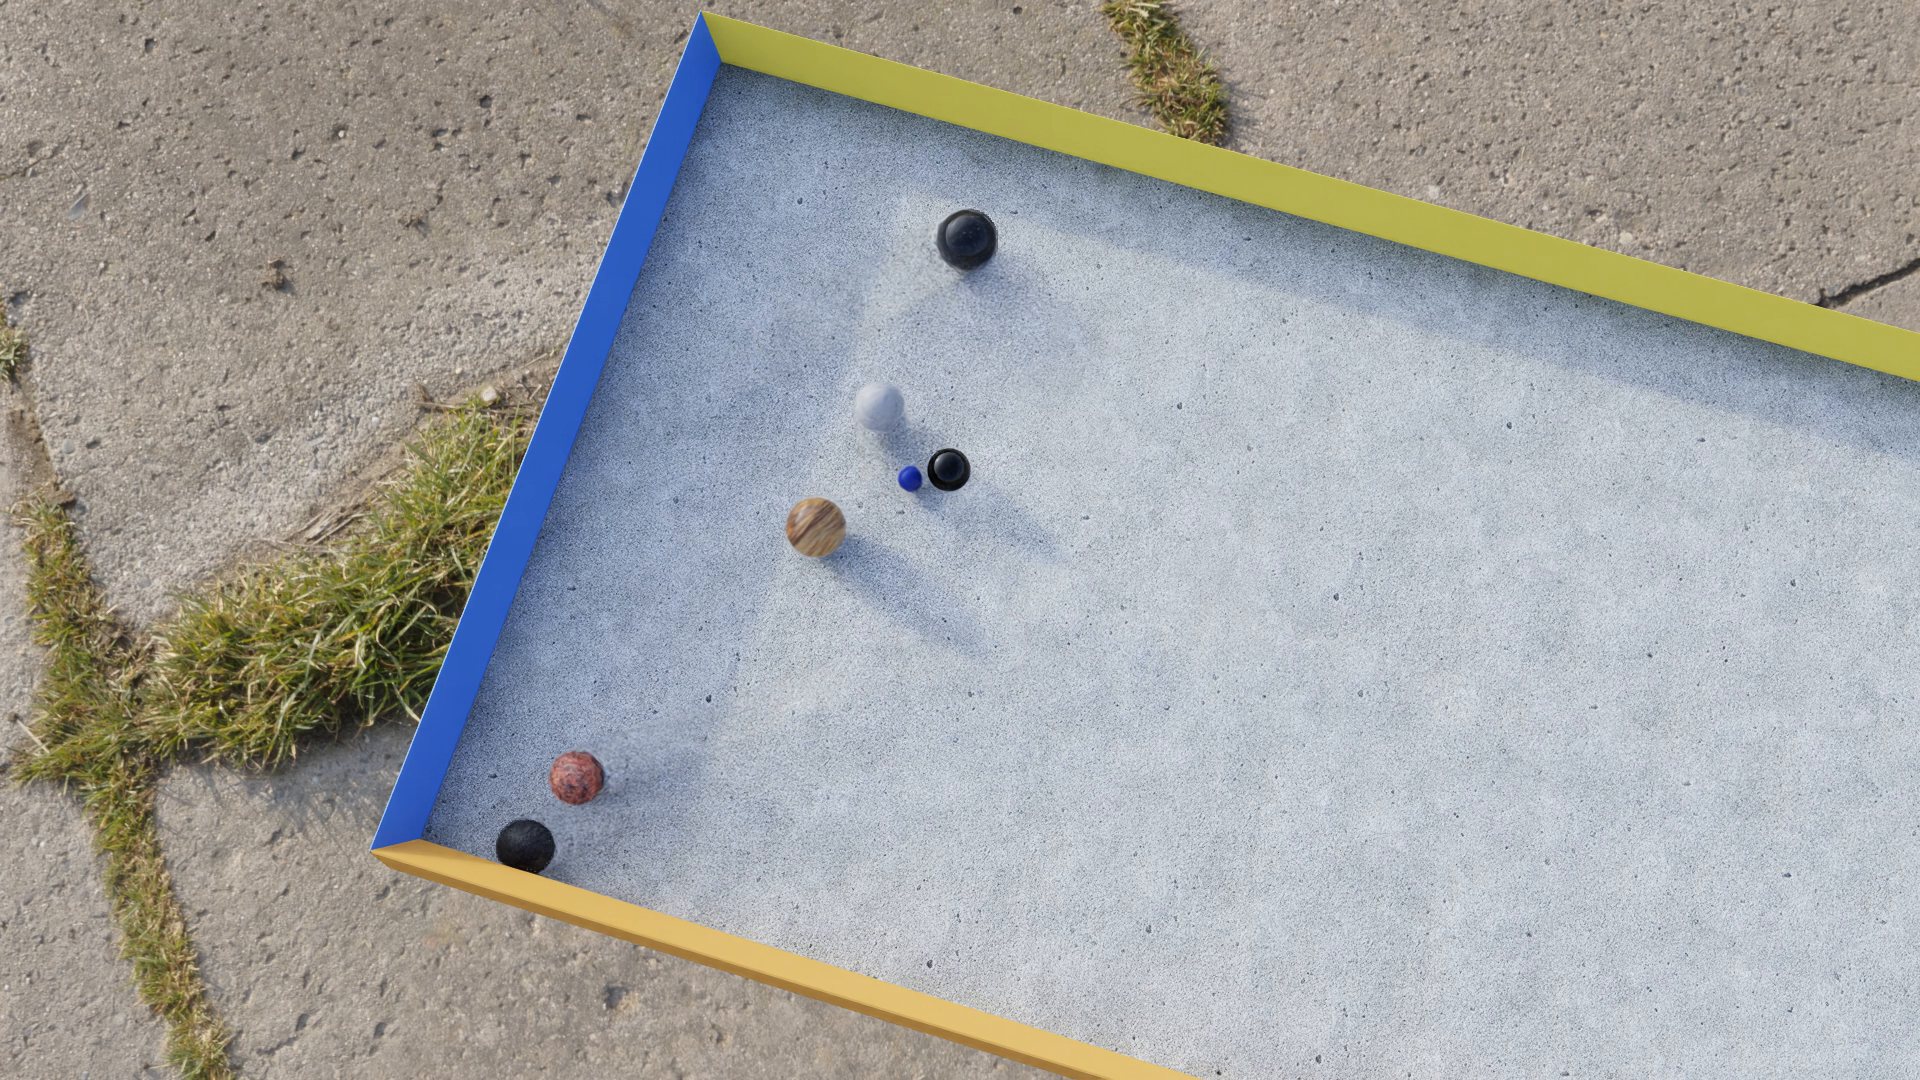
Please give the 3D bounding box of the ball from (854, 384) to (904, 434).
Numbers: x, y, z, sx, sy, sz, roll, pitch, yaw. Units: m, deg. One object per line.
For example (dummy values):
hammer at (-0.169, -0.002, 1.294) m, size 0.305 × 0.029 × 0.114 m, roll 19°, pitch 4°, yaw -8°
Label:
ball at (-0.127, -0.209, 3.490) m, size 0.079 × 0.079 × 0.079 m, roll 0°, pitch 71°, yaw 0°

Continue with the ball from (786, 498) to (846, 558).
ball at (-0.223, -0.020, 3.416) m, size 0.094 × 0.094 × 0.094 m, roll 0°, pitch 71°, yaw 0°

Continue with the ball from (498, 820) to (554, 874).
ball at (-0.643, 0.456, 3.258) m, size 0.083 × 0.083 × 0.083 m, roll 0°, pitch 71°, yaw 0°

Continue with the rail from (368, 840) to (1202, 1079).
rail at (0.436, 0.815, 3.109) m, size 2.679 × 0.128 × 0.045 m, roll 16°, pitch 72°, yaw 5°

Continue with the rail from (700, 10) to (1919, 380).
rail at (0.846, -0.467, 3.552) m, size 2.679 × 0.128 × 0.045 m, roll 16°, pitch 72°, yaw 5°

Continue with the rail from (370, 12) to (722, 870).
rail at (-0.618, -0.186, 3.455) m, size 0.045 × 0.128 × 1.464 m, roll 16°, pitch 72°, yaw 5°

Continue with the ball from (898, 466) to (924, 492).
ball at (-0.078, -0.096, 3.471) m, size 0.040 × 0.040 × 0.040 m, roll 0°, pitch 71°, yaw 0°

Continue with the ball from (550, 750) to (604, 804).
ball at (-0.574, 0.356, 3.294) m, size 0.079 × 0.079 × 0.079 m, roll 0°, pitch 71°, yaw 0°

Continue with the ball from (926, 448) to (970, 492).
ball at (-0.017, -0.111, 3.461) m, size 0.069 × 0.069 × 0.069 m, roll 0°, pitch 71°, yaw 0°

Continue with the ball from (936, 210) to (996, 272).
ball at (0.010, -0.487, 3.576) m, size 0.098 × 0.098 × 0.098 m, roll 0°, pitch 71°, yaw 0°
